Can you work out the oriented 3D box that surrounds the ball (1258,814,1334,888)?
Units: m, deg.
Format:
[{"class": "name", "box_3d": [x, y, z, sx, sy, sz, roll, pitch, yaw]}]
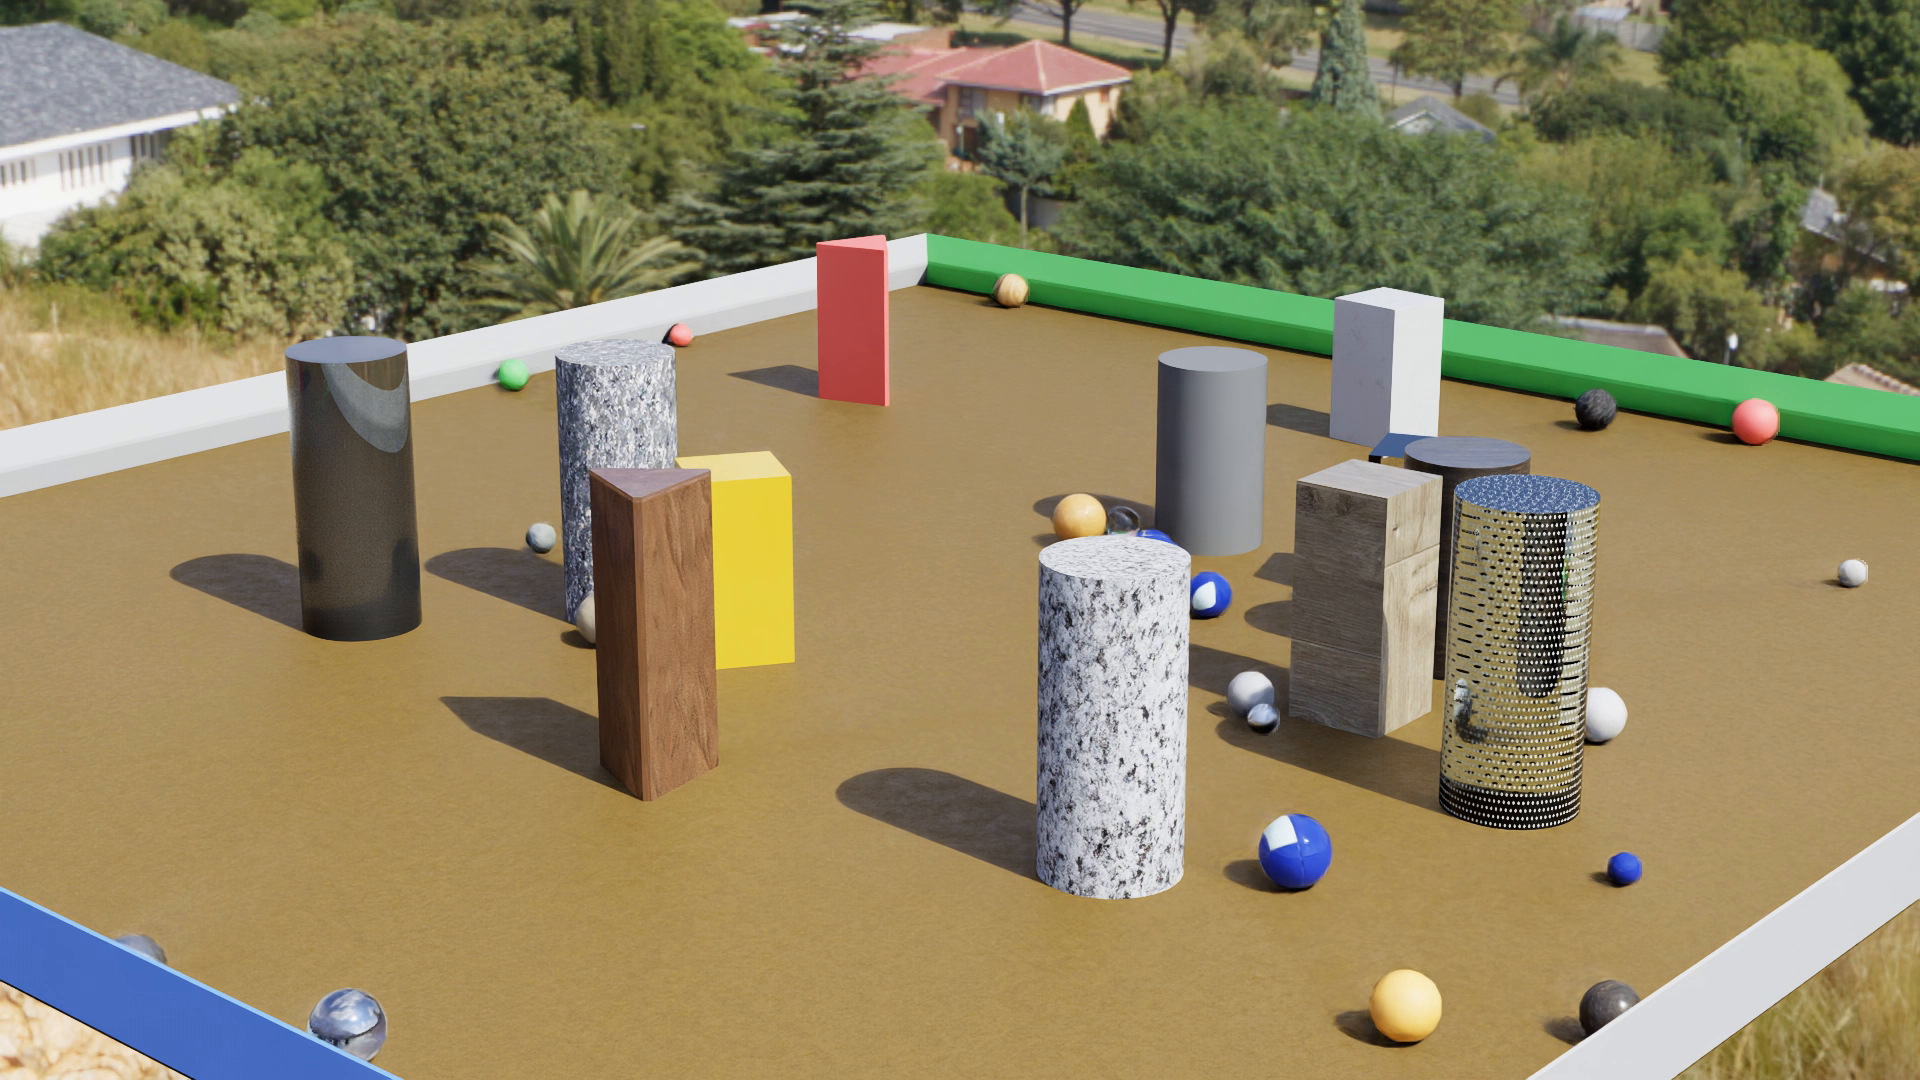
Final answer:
[{"class": "ball", "box_3d": [0.447, 0.415, 3.907, 0.099, 0.099, 0.099, 0, 17, 0]}]

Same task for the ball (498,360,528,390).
[{"class": "ball", "box_3d": [-1.000, -0.370, 6.564, 0.069, 0.069, 0.069, 0, 17, 0]}]

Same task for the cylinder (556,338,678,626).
[{"class": "cylinder", "box_3d": [-0.576, -0.094, 4.969, 0.200, 0.461, 0.200, 0, 17, 0]}]

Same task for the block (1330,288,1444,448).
[{"class": "block", "box_3d": [0.891, -0.358, 6.128, 0.160, 0.299, 0.160, -15, 22, -41]}]

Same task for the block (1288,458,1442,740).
[{"class": "block", "box_3d": [0.622, 0.088, 4.505, 0.160, 0.380, 0.160, 13, 21, 37]}]

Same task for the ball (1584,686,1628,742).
[{"class": "ball", "box_3d": [0.967, 0.264, 4.435, 0.084, 0.084, 0.084, 0, 17, 0]}]

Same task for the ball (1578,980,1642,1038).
[{"class": "ball", "box_3d": [0.771, 0.559, 3.466, 0.077, 0.077, 0.077, 0, 17, 0]}]

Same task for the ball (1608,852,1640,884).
[{"class": "ball", "box_3d": [0.888, 0.440, 3.921, 0.043, 0.043, 0.043, 0, 17, 0]}]

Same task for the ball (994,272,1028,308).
[{"class": "ball", "box_3d": [0.128, -0.631, 7.403, 0.087, 0.087, 0.087, 0, 17, 0]}]

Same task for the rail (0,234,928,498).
[{"class": "rail", "box_3d": [-1.359, -0.308, 6.249, 0.045, 0.130, 3.928, 14, 22, 39]}]

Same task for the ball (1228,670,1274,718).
[{"class": "ball", "box_3d": [0.450, 0.239, 4.537, 0.072, 0.072, 0.072, 0, 17, 0]}]

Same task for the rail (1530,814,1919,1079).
[{"class": "rail", "box_3d": [1.359, 0.373, 3.990, 0.045, 0.130, 3.928, 14, 22, 39]}]

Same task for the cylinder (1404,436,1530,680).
[{"class": "cylinder", "box_3d": [0.812, 0.029, 4.744, 0.200, 0.355, 0.200, 0, 17, 0]}]

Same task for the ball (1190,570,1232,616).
[{"class": "ball", "box_3d": [0.425, 0.092, 5.015, 0.079, 0.079, 0.079, 0, 17, 0]}]

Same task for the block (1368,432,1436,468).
[{"class": "block", "box_3d": [0.799, -0.029, 5.083, 0.160, 0.271, 0.160, 6, 18, 19]}]

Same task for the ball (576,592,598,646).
[{"class": "ball", "box_3d": [-0.589, 0.130, 4.864, 0.093, 0.093, 0.093, 0, 17, 0]}]

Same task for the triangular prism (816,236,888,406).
[{"class": "triangular prism", "box_3d": [-0.204, -0.490, 6.484, 0.173, 0.347, 0.150, 8, 19, 25]}]

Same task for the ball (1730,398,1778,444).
[{"class": "ball", "box_3d": [1.656, -0.247, 6.113, 0.096, 0.096, 0.096, 0, 17, 0]}]

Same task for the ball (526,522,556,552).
[{"class": "ball", "box_3d": [-0.768, -0.004, 5.376, 0.055, 0.055, 0.055, 0, 17, 0]}]

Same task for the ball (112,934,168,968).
[{"class": "ball", "box_3d": [-1.010, 0.522, 3.580, 0.083, 0.083, 0.083, 0, 17, 0]}]

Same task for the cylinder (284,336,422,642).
[{"class": "cylinder", "box_3d": [-1.016, -0.087, 4.920, 0.200, 0.477, 0.200, 0, 17, 0]}]

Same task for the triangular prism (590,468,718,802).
[{"class": "triangular prism", "box_3d": [-0.468, 0.126, 4.252, 0.150, 0.454, 0.173, 10, 19, 30]}]

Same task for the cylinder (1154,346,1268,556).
[{"class": "cylinder", "box_3d": [0.462, -0.165, 5.404, 0.200, 0.347, 0.200, 0, 17, 0]}]

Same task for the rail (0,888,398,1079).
[{"class": "rail", "box_3d": [-1.272, 0.455, 3.717, 3.646, 0.130, 0.045, 14, 22, 39]}]

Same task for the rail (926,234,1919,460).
[{"class": "rail", "box_3d": [1.272, -0.390, 6.523, 3.646, 0.130, 0.045, 14, 22, 39]}]

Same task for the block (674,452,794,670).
[{"class": "block", "box_3d": [-0.369, 0.033, 4.800, 0.160, 0.316, 0.160, -5, 17, -15]}]

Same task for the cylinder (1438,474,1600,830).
[{"class": "cylinder", "box_3d": [0.787, 0.157, 4.135, 0.200, 0.462, 0.200, 0, 17, 0]}]

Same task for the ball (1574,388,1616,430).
[{"class": "ball", "box_3d": [1.350, -0.278, 6.230, 0.086, 0.086, 0.086, 0, 17, 0]}]

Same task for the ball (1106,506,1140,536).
[{"class": "ball", "box_3d": [0.302, -0.028, 5.436, 0.066, 0.066, 0.066, 0, 17, 0]}]

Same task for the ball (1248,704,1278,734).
[{"class": "ball", "box_3d": [0.462, 0.273, 4.471, 0.046, 0.046, 0.046, 0, 17, 0]}]

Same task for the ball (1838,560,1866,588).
[{"class": "ball", "box_3d": [1.575, 0.059, 5.177, 0.049, 0.049, 0.049, 0, 17, 0]}]

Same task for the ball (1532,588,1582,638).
[{"class": "ball", "box_3d": [1.000, 0.122, 4.910, 0.081, 0.081, 0.081, 0, 17, 0]}]

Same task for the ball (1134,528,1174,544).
[{"class": "ball", "box_3d": [0.341, 0.024, 5.226, 0.087, 0.087, 0.087, 0, 17, 0]}]

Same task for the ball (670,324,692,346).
[{"class": "ball", "box_3d": [-0.664, -0.487, 6.982, 0.054, 0.054, 0.054, 0, 17, 0]}]

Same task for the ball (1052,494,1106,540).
[{"class": "ball", "box_3d": [0.220, -0.035, 5.400, 0.100, 0.100, 0.100, 0, 17, 0]}]

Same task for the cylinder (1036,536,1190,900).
[{"class": "cylinder", "box_3d": [0.203, 0.235, 3.910, 0.200, 0.443, 0.200, 0, 17, 0]}]

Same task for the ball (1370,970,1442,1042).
[{"class": "ball", "box_3d": [0.528, 0.552, 3.474, 0.085, 0.085, 0.085, 0, 17, 0]}]

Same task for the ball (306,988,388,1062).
[{"class": "ball", "box_3d": [-0.713, 0.568, 3.411, 0.091, 0.091, 0.091, 0, 17, 0]}]
